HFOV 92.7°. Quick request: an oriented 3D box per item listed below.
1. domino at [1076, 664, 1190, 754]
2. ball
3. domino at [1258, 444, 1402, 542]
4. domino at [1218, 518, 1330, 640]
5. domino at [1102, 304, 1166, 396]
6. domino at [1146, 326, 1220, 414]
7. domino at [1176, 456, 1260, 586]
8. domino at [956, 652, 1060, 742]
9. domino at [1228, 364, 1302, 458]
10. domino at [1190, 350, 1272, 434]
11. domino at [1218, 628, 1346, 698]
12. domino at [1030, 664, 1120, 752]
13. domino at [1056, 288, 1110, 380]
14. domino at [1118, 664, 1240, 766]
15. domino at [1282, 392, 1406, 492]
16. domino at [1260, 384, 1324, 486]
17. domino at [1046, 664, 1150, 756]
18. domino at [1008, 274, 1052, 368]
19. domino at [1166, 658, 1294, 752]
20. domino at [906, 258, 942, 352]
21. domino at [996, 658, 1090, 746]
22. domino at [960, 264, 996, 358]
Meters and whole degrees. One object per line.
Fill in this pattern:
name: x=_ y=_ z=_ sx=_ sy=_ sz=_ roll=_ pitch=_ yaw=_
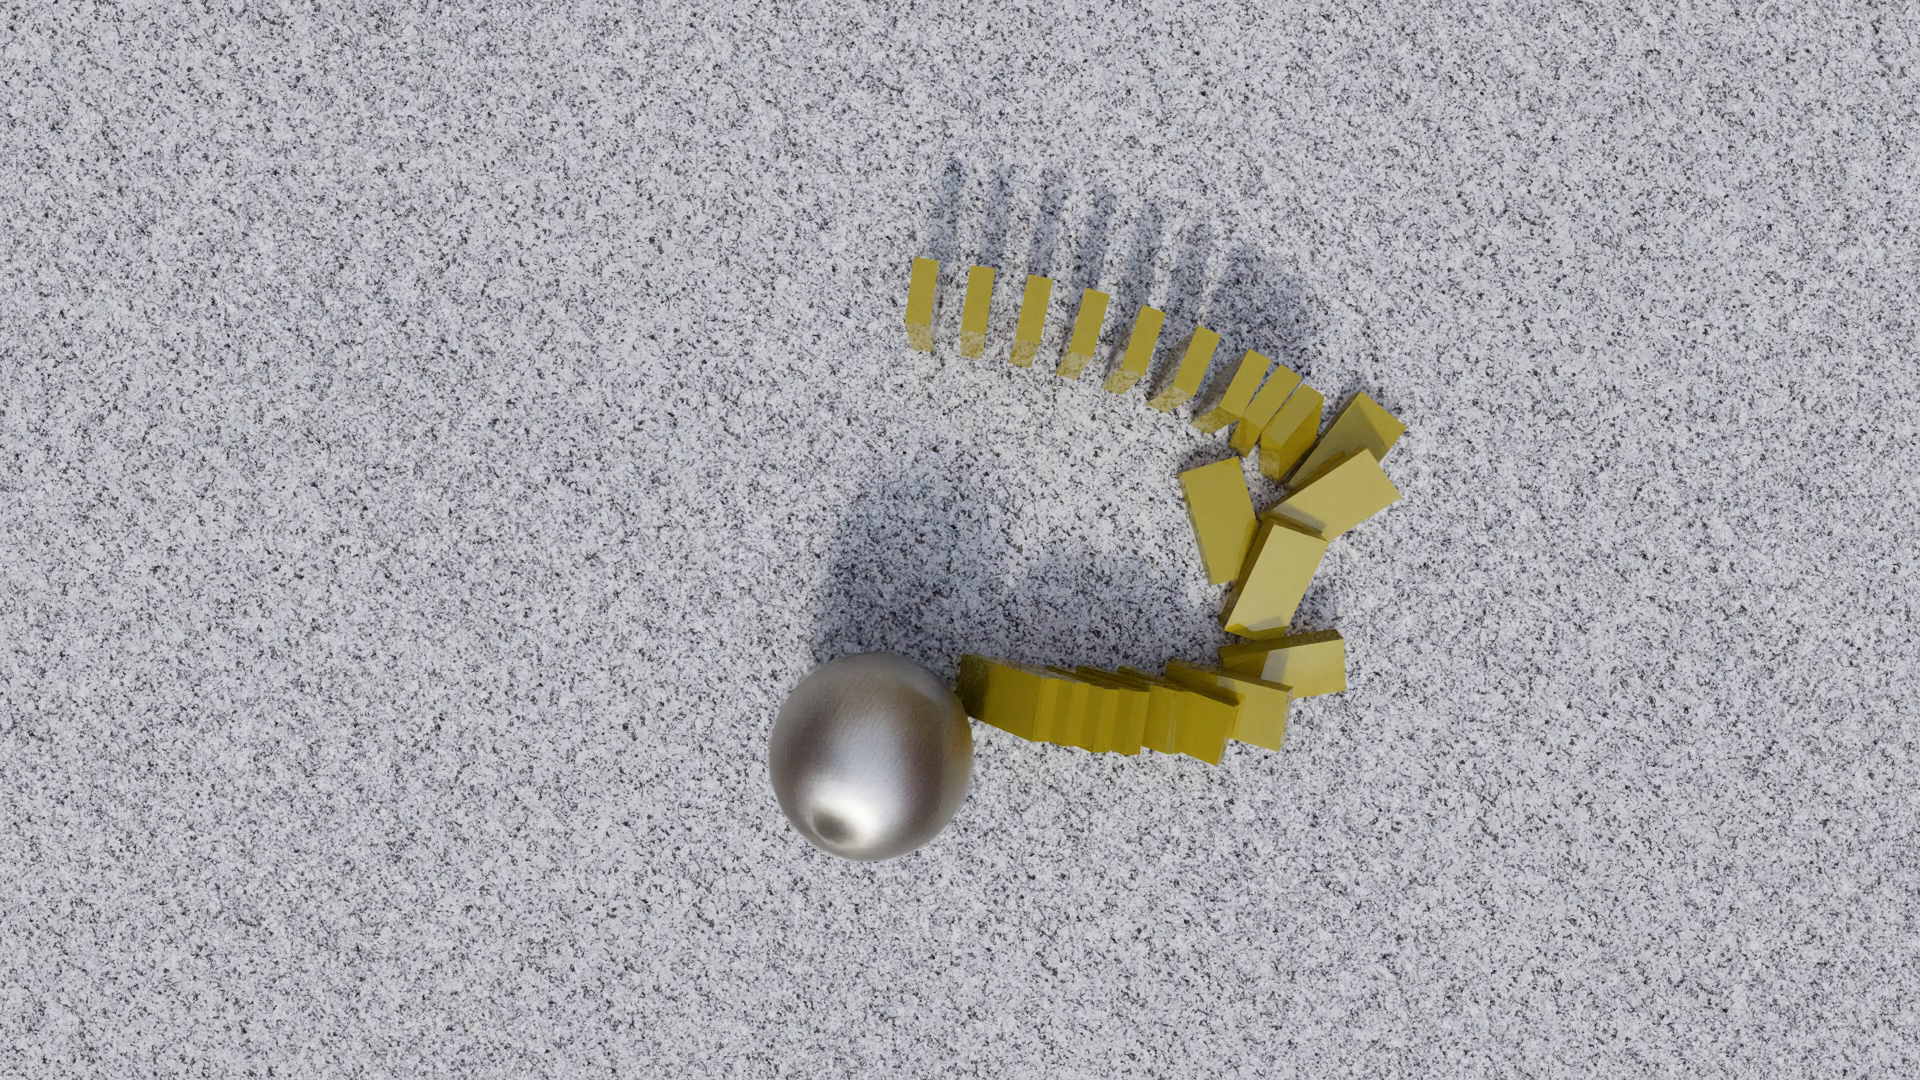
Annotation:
domino: x=0.069 y=0.069 z=0.379 sx=0.050 sy=0.009 sz=0.025 roll=9 pitch=90 yaw=45
ball: x=-0.034 y=0.084 z=0.360 sx=0.080 sy=0.080 sz=0.080 roll=0 pitch=90 yaw=0
domino: x=0.154 y=-0.015 z=0.385 sx=0.050 sy=0.010 sz=0.025 roll=-36 pitch=95 yaw=19
domino: x=0.132 y=0.018 z=0.386 sx=0.025 sy=0.010 sz=0.050 roll=17 pitch=109 yaw=-7
domino: x=0.070 y=-0.077 z=0.375 sx=0.010 sy=0.050 sz=0.025 roll=19 pitch=90 yaw=0
domino: x=0.090 y=-0.069 z=0.375 sx=0.009 sy=0.050 sz=0.025 roll=23 pitch=90 yaw=0
domino: x=0.113 y=-0.008 z=0.395 sx=0.025 sy=0.010 sz=0.050 roll=-16 pitch=90 yaw=0
domino: x=0.018 y=0.064 z=0.377 sx=0.009 sy=0.050 sz=0.025 roll=9 pitch=90 yaw=-38
domino: x=0.124 y=-0.051 z=0.375 sx=0.009 sy=0.050 sz=0.025 roll=38 pitch=90 yaw=13
domino: x=0.110 y=-0.060 z=0.375 sx=0.009 sy=0.050 sz=0.025 roll=28 pitch=90 yaw=2
domino: x=0.137 y=0.055 z=0.390 sx=0.050 sy=0.010 sz=0.025 roll=-10 pitch=111 yaw=4
domino: x=0.042 y=0.068 z=0.377 sx=0.009 sy=0.050 sz=0.025 roll=9 pitch=90 yaw=-38
domino: x=0.049 y=-0.083 z=0.375 sx=0.010 sy=0.050 sz=0.025 roll=16 pitch=90 yaw=0
domino: x=0.087 y=0.072 z=0.382 sx=0.050 sy=0.009 sz=0.025 roll=17 pitch=96 yaw=30
domino: x=0.165 y=-0.036 z=0.395 sx=0.025 sy=0.010 sz=0.050 roll=38 pitch=90 yaw=0
domino: x=0.135 y=-0.042 z=0.375 sx=0.010 sy=0.050 sz=0.025 roll=41 pitch=90 yaw=22
domino: x=0.054 y=0.069 z=0.377 sx=0.010 sy=0.050 sz=0.025 roll=9 pitch=90 yaw=-38
domino: x=0.028 y=-0.088 z=0.375 sx=0.010 sy=0.050 sz=0.025 roll=12 pitch=90 yaw=0
domino: x=0.110 y=0.068 z=0.381 sx=0.050 sy=0.009 sz=0.025 roll=11 pitch=102 yaw=32
domino: x=-0.015 y=-0.095 z=0.375 sx=0.010 sy=0.050 sz=0.025 roll=8 pitch=90 yaw=0
domino: x=0.030 y=0.066 z=0.377 sx=0.009 sy=0.050 sz=0.025 roll=9 pitch=90 yaw=-38
domino: x=0.007 y=-0.092 z=0.375 sx=0.009 sy=0.050 sz=0.025 roll=9 pitch=90 yaw=0
